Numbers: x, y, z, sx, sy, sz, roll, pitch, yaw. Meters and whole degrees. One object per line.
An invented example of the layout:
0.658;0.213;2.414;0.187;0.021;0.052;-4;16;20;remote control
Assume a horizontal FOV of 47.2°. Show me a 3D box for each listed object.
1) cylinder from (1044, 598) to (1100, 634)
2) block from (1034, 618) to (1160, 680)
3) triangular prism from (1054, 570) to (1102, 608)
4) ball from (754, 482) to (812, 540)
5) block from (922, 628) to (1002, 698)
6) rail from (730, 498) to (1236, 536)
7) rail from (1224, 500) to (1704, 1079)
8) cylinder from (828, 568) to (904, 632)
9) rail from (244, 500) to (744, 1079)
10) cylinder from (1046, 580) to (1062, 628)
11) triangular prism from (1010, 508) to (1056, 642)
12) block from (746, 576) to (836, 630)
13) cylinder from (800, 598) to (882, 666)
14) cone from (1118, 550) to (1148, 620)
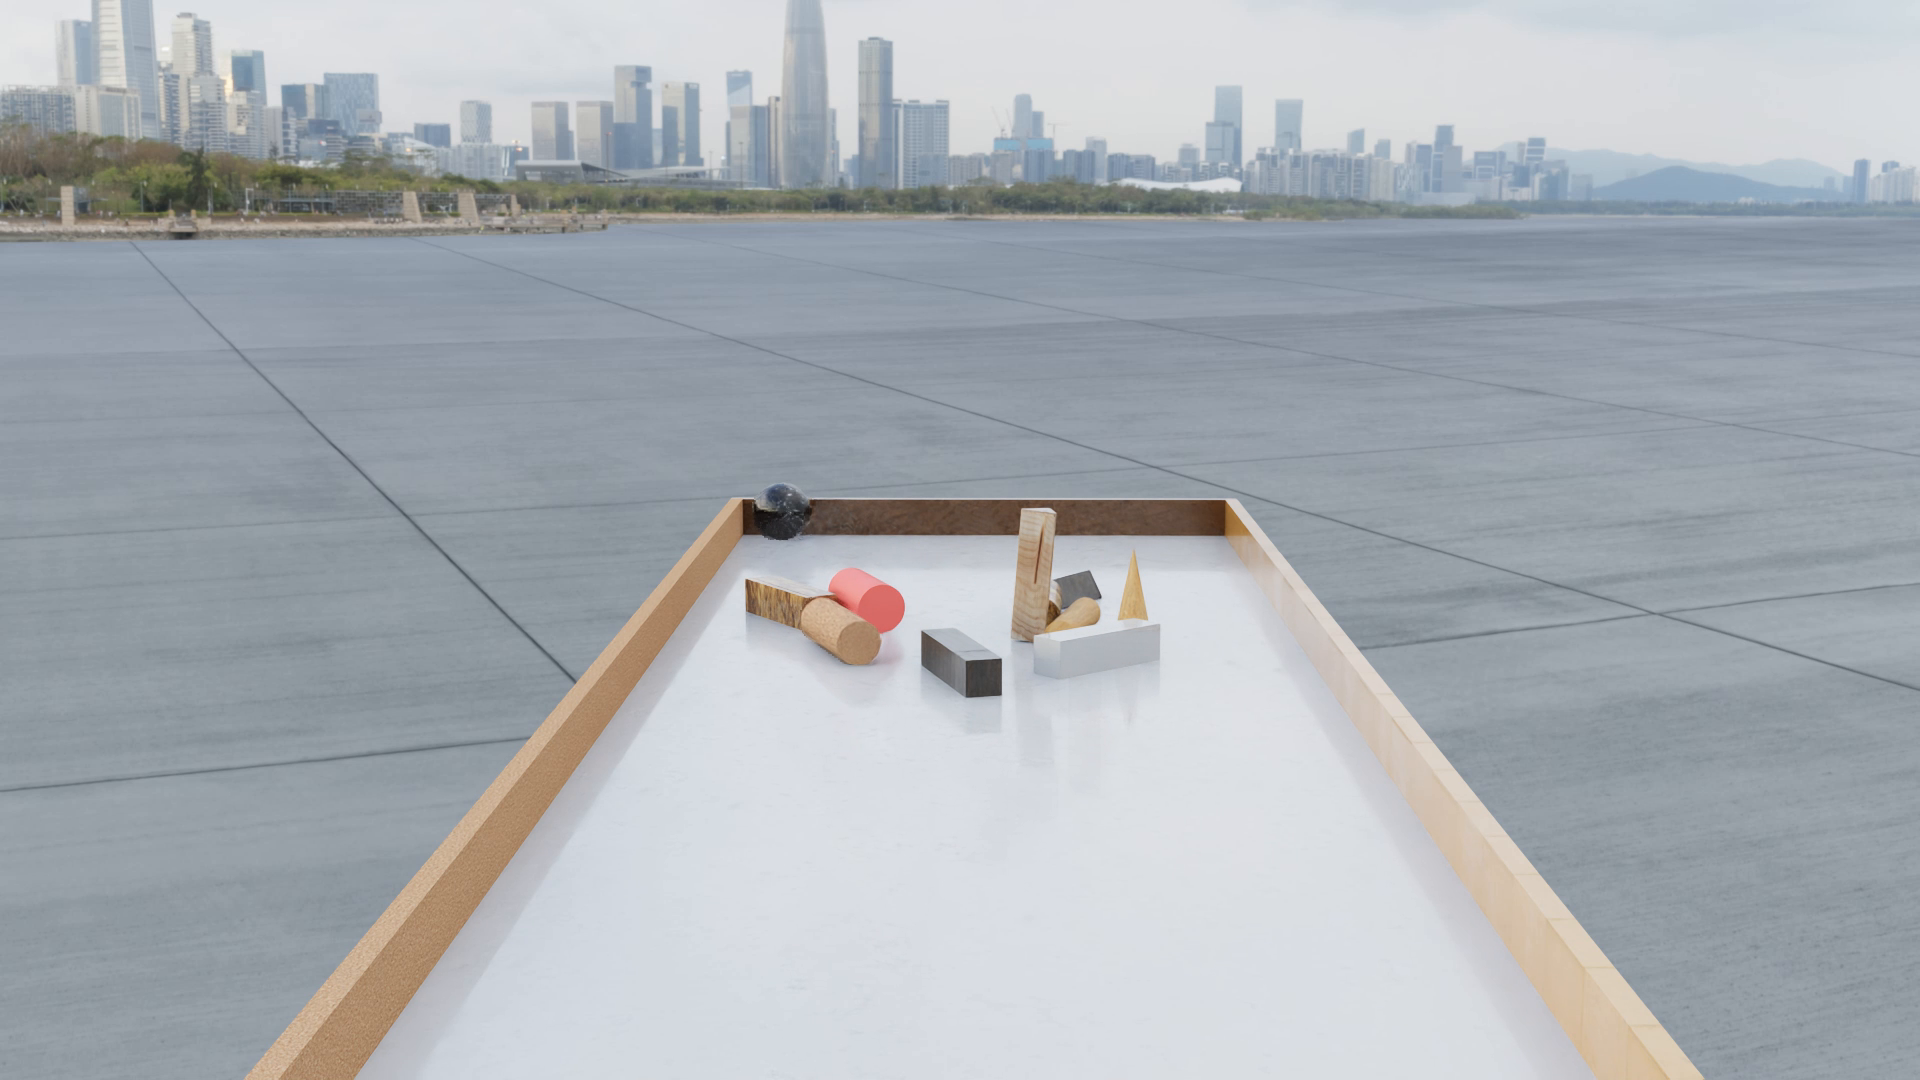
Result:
0.359;0.268;6.992;0.102;0.102;0.415;2;9;14;cylinder
0.414;0.324;6.600;0.418;0.114;0.114;-8;12;-40;block
0.361;0.172;7.612;0.107;0.093;0.325;7;11;34;triangular prism
-0.727;-0.118;9.001;0.236;0.236;0.236;0;9;0;ball
0.001;0.355;6.423;0.108;0.108;0.460;-3;9;-17;block
0.099;-0.098;9.147;2.100;0.150;0.050;0;9;1;rail
1.046;0.843;3.208;0.050;0.150;12.000;0;9;1;rail
-0.311;0.197;7.262;0.159;0.159;0.347;-3;10;-19;cylinder
-1.004;0.839;3.234;0.050;0.150;12.000;0;9;1;rail
0.273;0.218;7.242;0.123;0.123;0.372;1;9;4;cylinder
0.248;0.109;6.980;0.116;0.417;0.100;8;9;20;triangular prism
-0.566;0.210;7.326;0.113;0.113;0.429;-6;11;-32;block
-0.371;0.280;6.801;0.138;0.138;0.405;-3;10;-19;cylinder
0.545;0.174;6.924;0.129;0.309;0.129;0;9;0;cone
